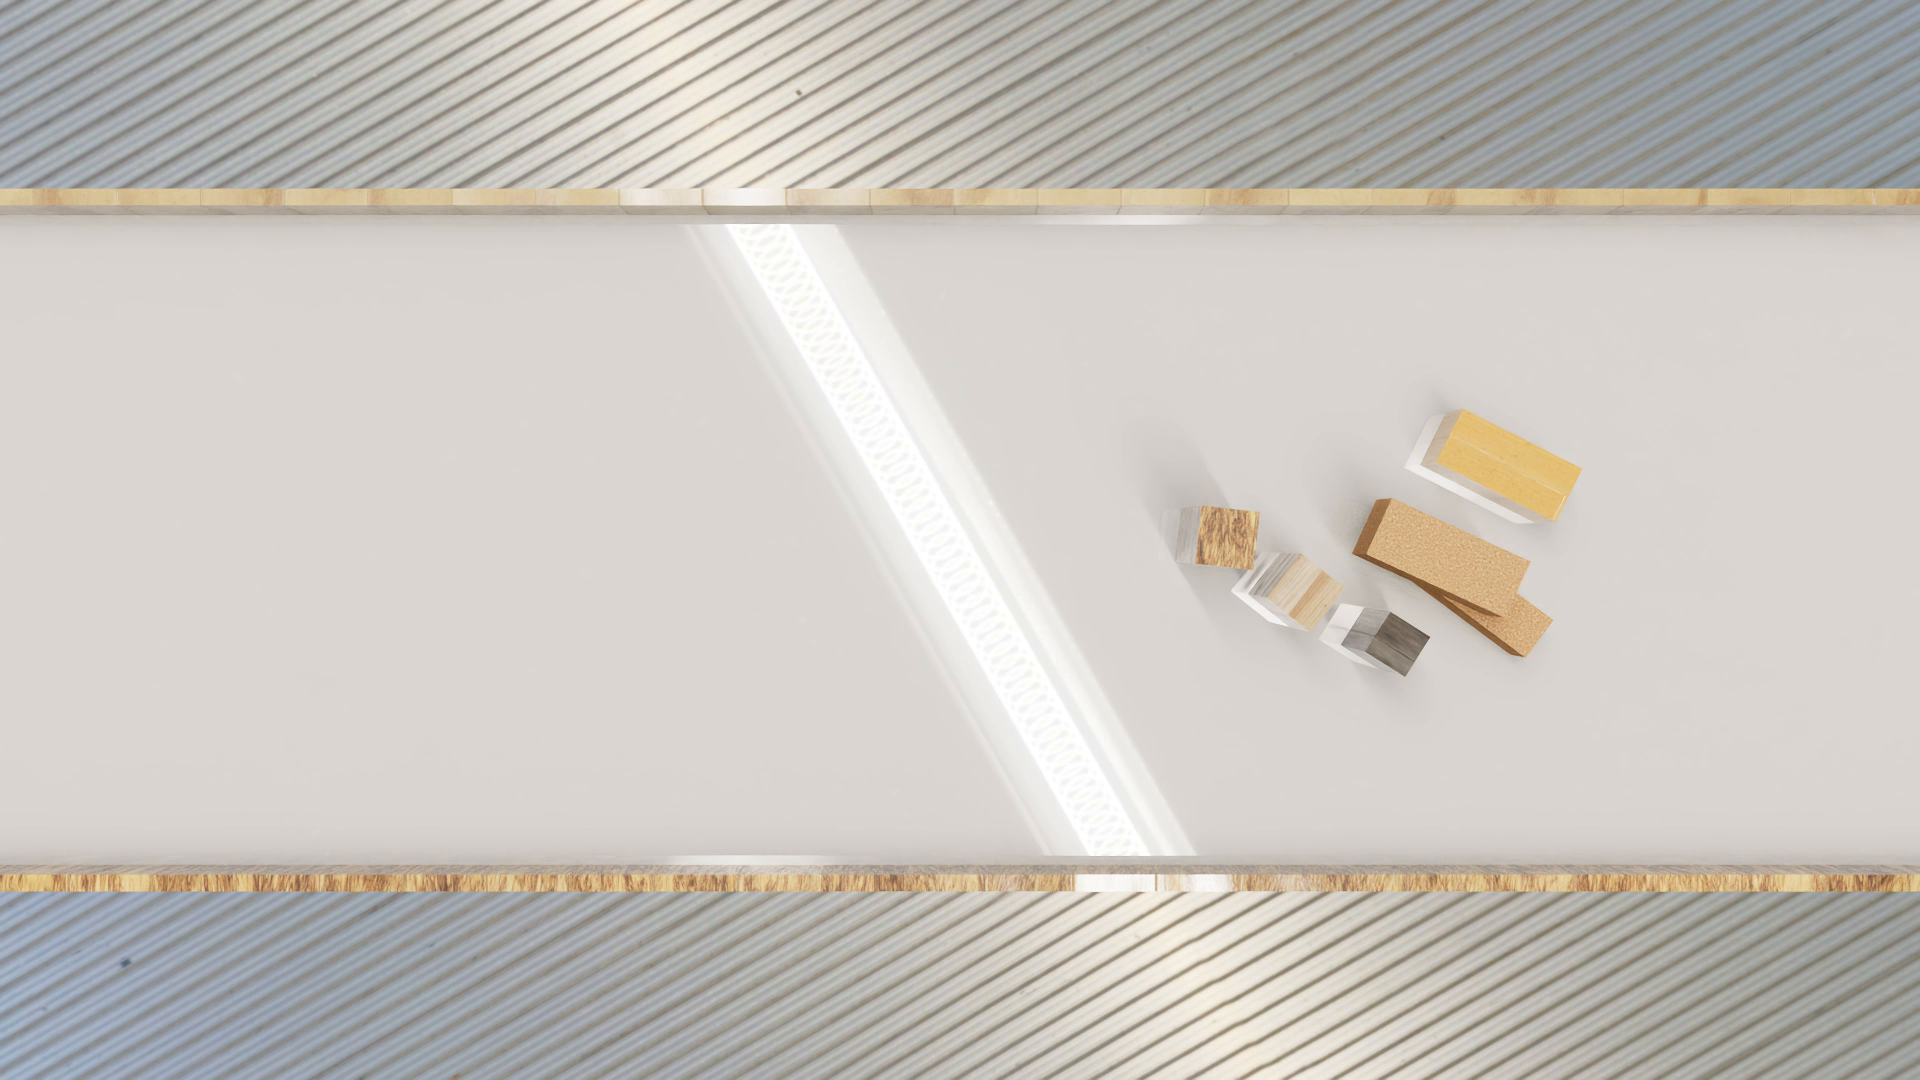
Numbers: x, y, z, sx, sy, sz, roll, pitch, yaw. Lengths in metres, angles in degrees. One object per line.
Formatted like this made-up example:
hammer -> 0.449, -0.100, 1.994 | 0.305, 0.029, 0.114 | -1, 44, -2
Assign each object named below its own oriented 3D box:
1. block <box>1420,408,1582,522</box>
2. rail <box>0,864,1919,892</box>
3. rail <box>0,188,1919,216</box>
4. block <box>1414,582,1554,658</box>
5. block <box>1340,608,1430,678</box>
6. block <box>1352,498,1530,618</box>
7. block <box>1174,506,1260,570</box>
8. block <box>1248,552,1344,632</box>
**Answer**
block -> 1.632, -0.221, 4.988 | 0.397, 0.178, 0.178 | 27, 90, 0
rail -> -2.247, 1.025, 5.001 | 12.000, 0.150, 0.050 | 0, 90, 0
rail -> -2.247, -1.025, 5.002 | 12.000, 0.150, 0.050 | 0, 90, 0
block -> 1.578, 0.179, 5.006 | 0.392, 0.140, 0.140 | 37, 90, 0
block -> 1.266, 0.302, 4.923 | 0.137, 0.308, 0.137 | 32, 90, 0
block -> 1.410, 0.052, 4.847 | 0.441, 0.178, 0.178 | 25, 90, 0
block -> 0.753, -0.006, 4.857 | 0.165, 0.438, 0.165 | 6, 90, 0
block -> 0.999, 0.153, 4.918 | 0.162, 0.316, 0.162 | 38, 90, 0
